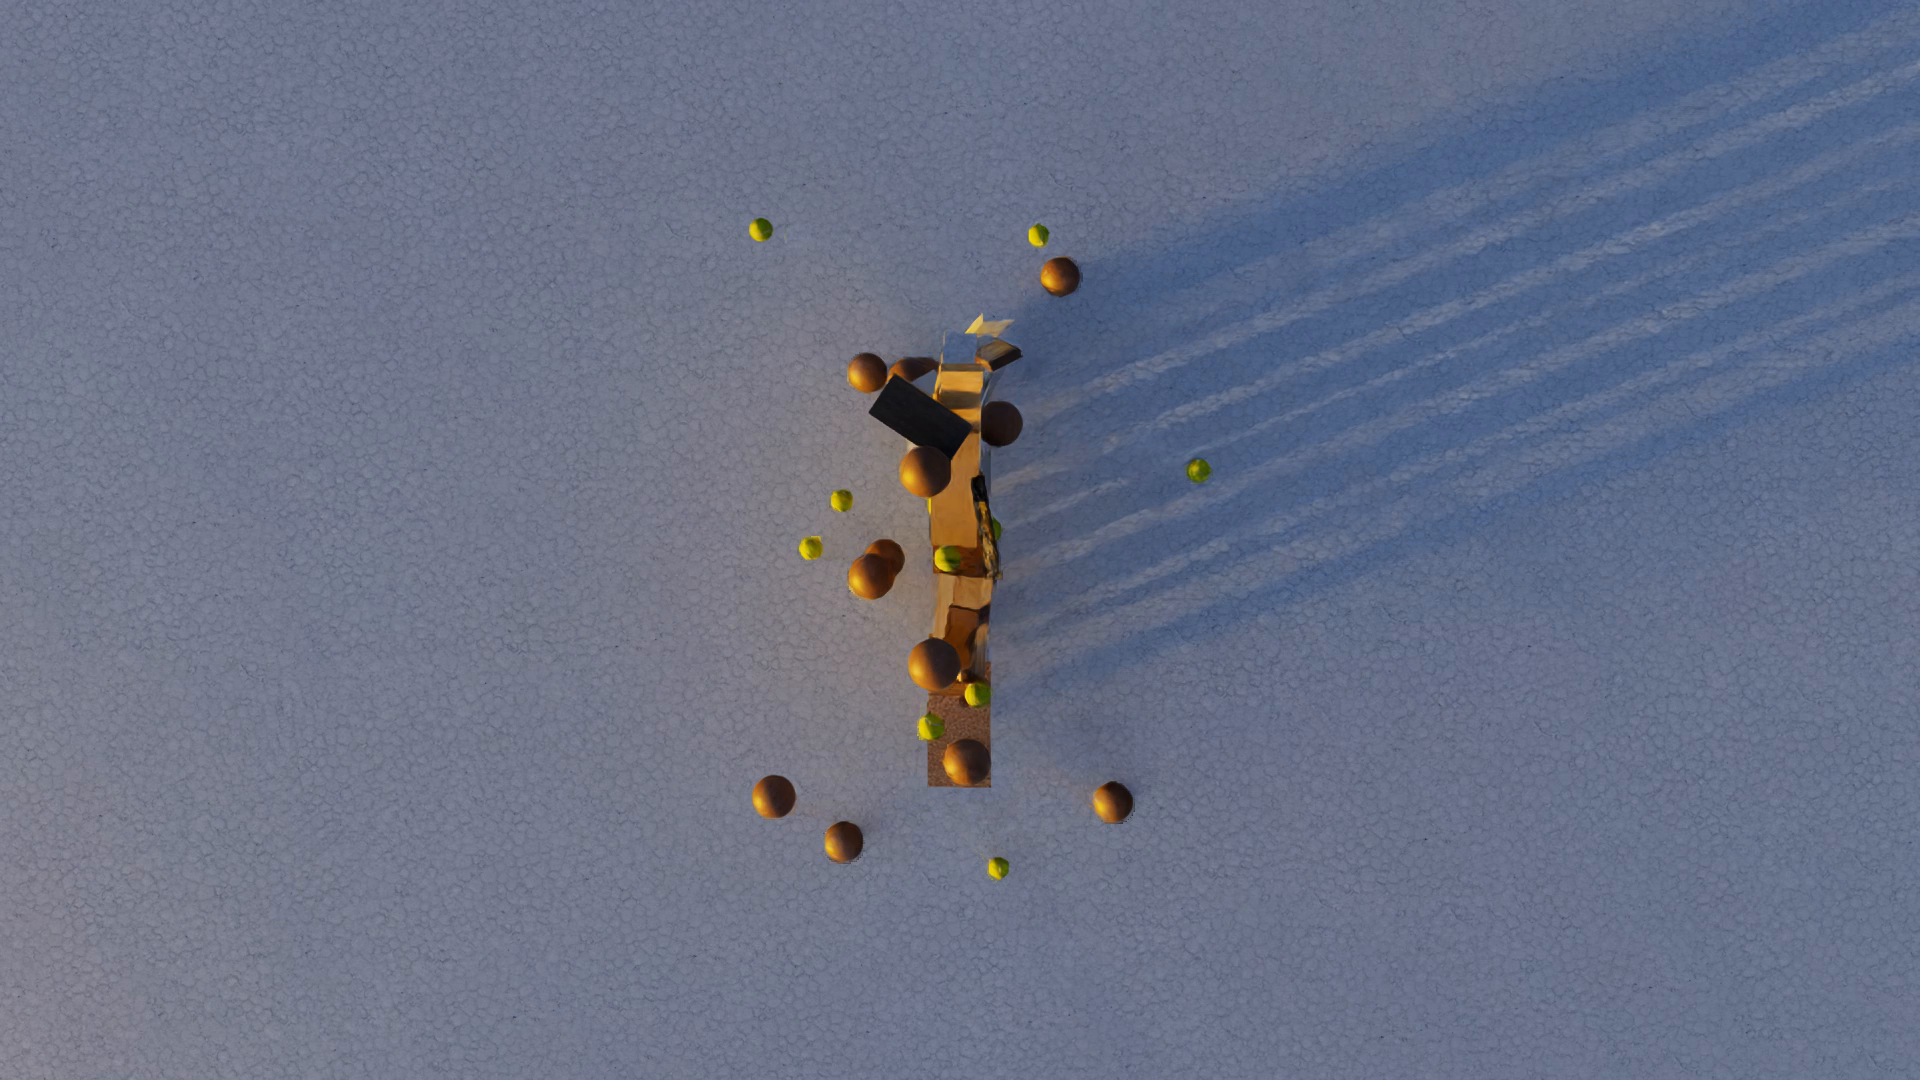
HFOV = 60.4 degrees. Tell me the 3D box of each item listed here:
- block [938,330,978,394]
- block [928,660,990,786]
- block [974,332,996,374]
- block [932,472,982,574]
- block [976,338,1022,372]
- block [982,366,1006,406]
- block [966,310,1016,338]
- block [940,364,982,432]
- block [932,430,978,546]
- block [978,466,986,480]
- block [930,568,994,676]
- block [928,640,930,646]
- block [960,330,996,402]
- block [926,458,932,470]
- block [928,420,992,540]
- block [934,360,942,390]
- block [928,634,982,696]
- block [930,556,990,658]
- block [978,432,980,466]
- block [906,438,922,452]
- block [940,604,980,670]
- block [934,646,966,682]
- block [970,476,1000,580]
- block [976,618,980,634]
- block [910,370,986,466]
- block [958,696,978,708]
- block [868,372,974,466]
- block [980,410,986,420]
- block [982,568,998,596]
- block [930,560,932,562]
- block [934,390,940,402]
[{"bbox_3d":[-0.005,-0.455,4.256,0.085,0.024,0.170,7,72,-7],"label":"block"},{"bbox_3d":[-0.003,0.514,4.627,0.174,0.049,0.348,0,90,0],"label":"block"},{"bbox_3d":[0.040,-0.531,4.851,0.095,0.190,0.027,-27,72,-22],"label":"block"},{"bbox_3d":[-0.006,-0.046,4.364,0.132,0.037,0.265,0,95,-1],"label":"block"},{"bbox_3d":[0.101,-0.524,4.664,0.095,0.190,0.027,-27,110,-8],"label":"block"},{"bbox_3d":[0.053,-0.492,5.246,0.039,0.507,0.137,29,90,-9],"label":"block"},{"bbox_3d":[0.058,-0.632,5.129,0.095,0.736,0.027,-7,89,-9],"label":"block"},{"bbox_3d":[0.002,-0.359,4.162,0.104,0.207,0.029,1,49,0],"label":"block"},{"bbox_3d":[-0.013,-0.134,4.266,0.119,0.034,0.309,1,111,0],"label":"block"},{"bbox_3d":[-0.007,-0.168,4.524,0.132,0.265,0.037,-25,98,0],"label":"block"},{"bbox_3d":[0.005,0.217,4.333,0.141,0.040,0.282,6,112,2],"label":"block"},{"bbox_3d":[-0.004,0.302,5.081,0.174,0.348,0.049,11,91,0],"label":"block"},{"bbox_3d":[0.018,-0.478,4.974,0.137,0.039,0.275,21,84,9],"label":"block"},{"bbox_3d":[-0.017,-0.234,4.566,0.138,0.276,0.039,-10,97,3],"label":"block"},{"bbox_3d":[0.000,-0.179,4.885,0.178,0.050,0.356,1,90,0],"label":"block"},{"bbox_3d":[-0.015,-0.432,4.348,0.085,0.170,0.024,5,49,-8],"label":"block"},{"bbox_3d":[-0.014,0.337,4.469,0.141,0.282,0.040,1,114,-1],"label":"block"},{"bbox_3d":[0.002,0.174,4.882,0.174,0.049,0.348,1,90,0],"label":"block"},{"bbox_3d":[0.002,-0.292,4.280,0.103,0.029,0.244,0,134,0],"label":"block"},{"bbox_3d":[-0.046,-0.346,4.696,0.138,0.522,0.039,-2,109,7],"label":"block"},{"bbox_3d":[0.000,0.245,4.153,0.077,0.022,0.154,12,105,9],"label":"block"},{"bbox_3d":[-0.025,0.323,4.266,0.077,0.154,0.022,32,76,12],"label":"block"},{"bbox_3d":[0.066,-0.032,4.227,0.034,0.119,0.239,-9,124,3],"label":"block"},{"bbox_3d":[0.008,0.213,4.233,0.077,0.154,0.022,15,74,3],"label":"block"},{"bbox_3d":[-0.059,-0.306,4.426,0.138,0.039,0.276,-30,76,-2],"label":"block"},{"bbox_3d":[0.016,0.404,4.494,0.050,0.014,0.101,-8,79,-6],"label":"block"},{"bbox_3d":[-0.098,-0.304,4.145,0.239,0.034,0.119,33,98,-4],"label":"block"},{"bbox_3d":[-0.003,-0.392,5.125,0.137,0.275,0.039,4,90,6],"label":"block"},{"bbox_3d":[0.025,0.107,4.464,0.141,0.282,0.040,7,95,-1],"label":"block"},{"bbox_3d":[-0.008,0.035,4.555,0.132,0.326,0.037,2,93,1],"label":"block"},{"bbox_3d":[-0.027,-0.328,4.314,0.085,0.170,0.024,-9,52,-13],"label":"block"}]
